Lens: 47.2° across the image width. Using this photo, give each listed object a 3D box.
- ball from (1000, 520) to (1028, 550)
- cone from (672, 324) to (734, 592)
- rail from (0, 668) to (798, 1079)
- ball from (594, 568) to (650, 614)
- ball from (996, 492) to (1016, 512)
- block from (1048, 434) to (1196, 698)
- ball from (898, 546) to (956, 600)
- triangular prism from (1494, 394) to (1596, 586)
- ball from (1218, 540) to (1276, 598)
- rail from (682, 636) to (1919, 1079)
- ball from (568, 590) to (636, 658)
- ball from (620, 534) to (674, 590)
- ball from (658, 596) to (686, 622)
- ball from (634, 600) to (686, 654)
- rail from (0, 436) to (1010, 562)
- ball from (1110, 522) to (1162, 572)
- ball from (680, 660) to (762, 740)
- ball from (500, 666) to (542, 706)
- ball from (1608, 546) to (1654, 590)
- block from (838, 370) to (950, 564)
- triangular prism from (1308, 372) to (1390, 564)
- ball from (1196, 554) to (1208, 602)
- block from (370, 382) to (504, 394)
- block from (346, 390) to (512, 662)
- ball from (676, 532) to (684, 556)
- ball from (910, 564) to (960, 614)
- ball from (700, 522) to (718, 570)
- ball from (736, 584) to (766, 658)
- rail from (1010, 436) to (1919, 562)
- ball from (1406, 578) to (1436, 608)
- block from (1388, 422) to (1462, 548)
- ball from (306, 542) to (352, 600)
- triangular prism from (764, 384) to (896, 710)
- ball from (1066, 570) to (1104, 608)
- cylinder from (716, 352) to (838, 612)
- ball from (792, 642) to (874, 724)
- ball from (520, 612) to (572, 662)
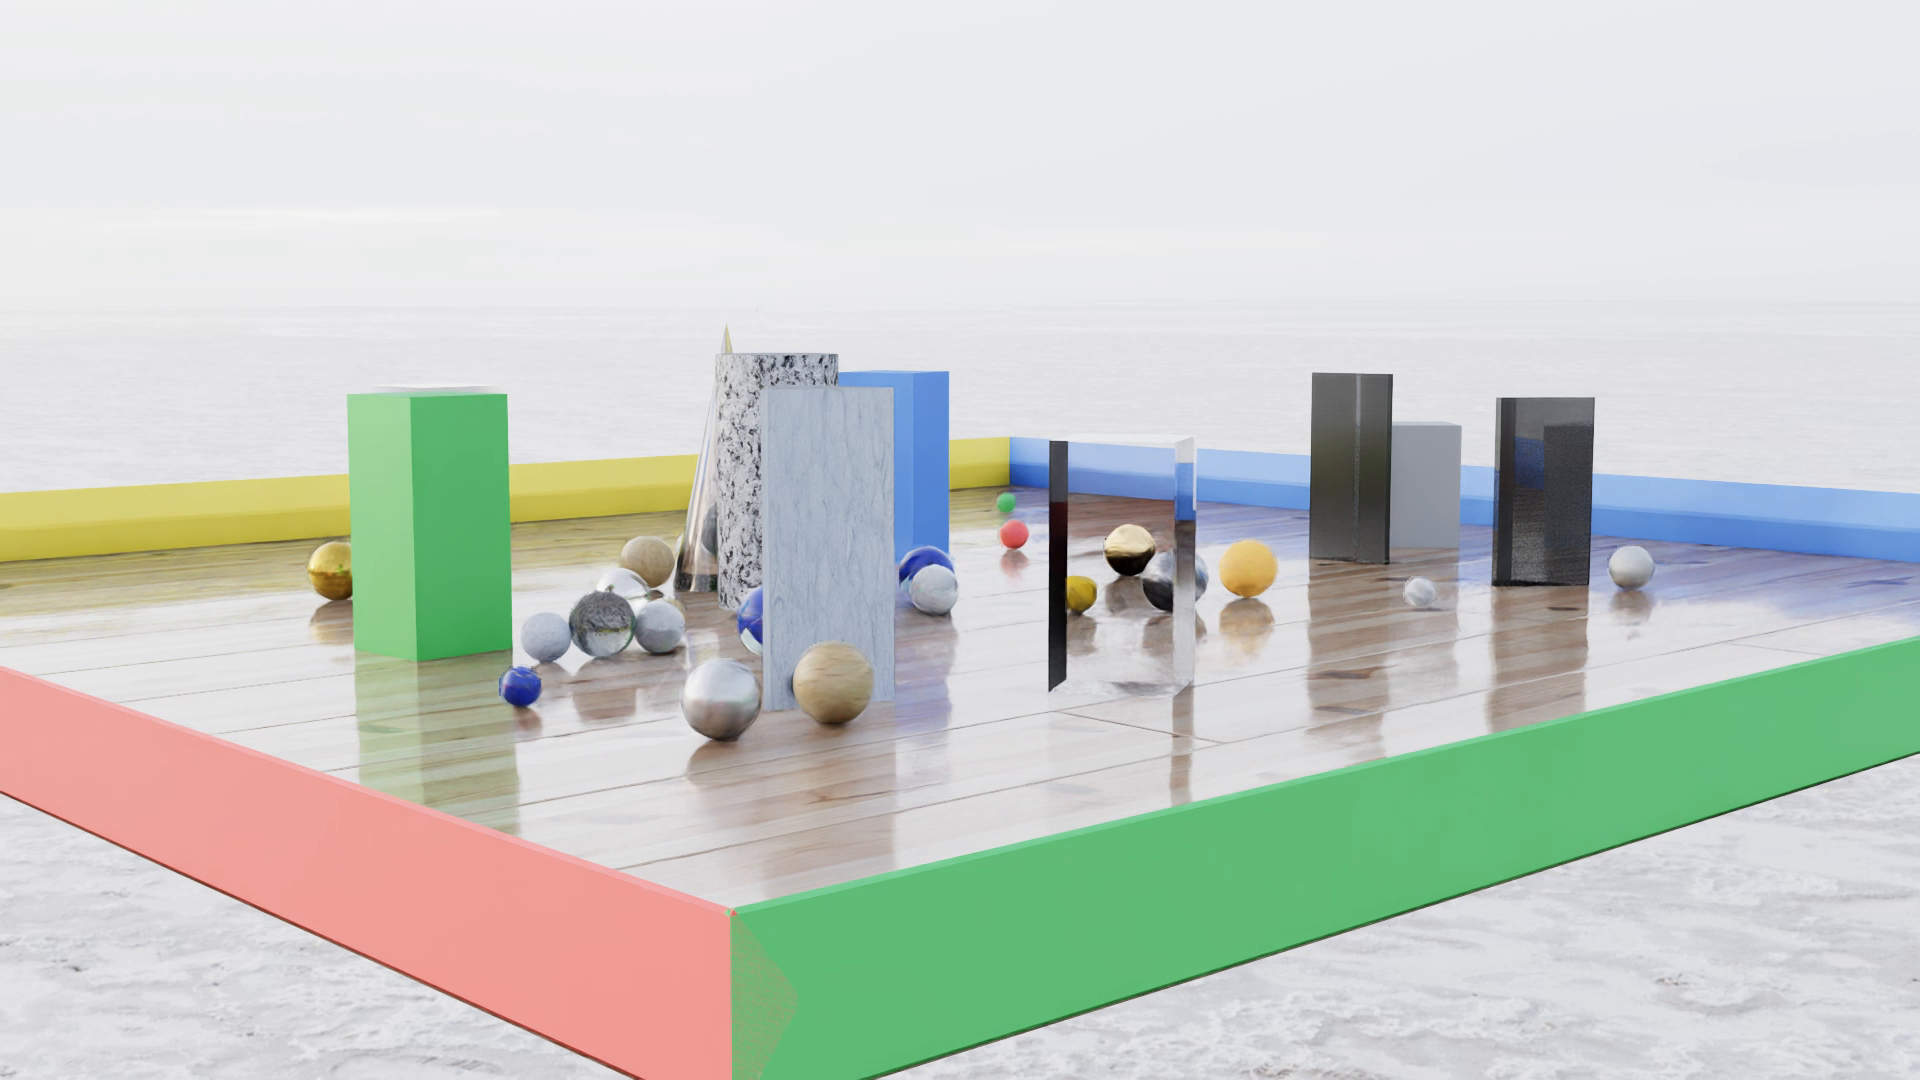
[{"bbox_3d":[0.099,-0.010,4.019,0.054,0.054,0.054,0,6,0],"label":"ball"},{"bbox_3d":[-0.368,-0.136,3.487,0.181,0.419,0.181,0,6,0],"label":"cone"},{"bbox_3d":[-1.122,0.141,2.303,0.045,0.118,2.995,-6,8,-42],"label":"rail"},{"bbox_3d":[-0.473,0.079,3.071,0.079,0.079,0.079,0,6,0],"label":"ball"},{"bbox_3d":[0.100,-0.080,4.733,0.043,0.043,0.043,0,6,0],"label":"ball"},{"bbox_3d":[0.191,0.026,2.569,0.145,0.291,0.145,2,6,16],"label":"block"},{"bbox_3d":[-0.049,0.052,3.285,0.087,0.087,0.087,0,6,0],"label":"ball"},{"bbox_3d":[0.920,-0.083,3.550,0.157,0.300,0.136,-1,6,-5],"label":"triangular prism"},{"bbox_3d":[0.439,0.044,3.356,0.087,0.087,0.087,0,6,0],"label":"ball"},{"bbox_3d":[0.999,0.146,2.256,3.101,0.118,0.045,-6,8,-42],"label":"rail"},{"bbox_3d":[-0.453,0.107,2.782,0.086,0.086,0.086,0,6,0],"label":"ball"},{"bbox_3d":[-0.492,0.035,3.453,0.086,0.086,0.086,0,6,0],"label":"ball"},{"bbox_3d":[-0.397,0.103,2.977,0.052,0.052,0.052,0,6,0],"label":"ball"},{"bbox_3d":[-0.386,0.112,2.820,0.068,0.068,0.068,0,6,0],"label":"ball"},{"bbox_3d":[-0.999,-0.084,4.409,3.101,0.118,0.045,-6,8,-42],"label":"rail"},{"bbox_3d":[0.294,0.012,3.677,0.084,0.084,0.084,0,6,0],"label":"ball"},{"bbox_3d":[-0.245,0.164,2.259,0.083,0.083,0.083,0,6,0],"label":"ball"},{"bbox_3d":[-0.488,0.163,2.444,0.045,0.045,0.045,0,6,0],"label":"ball"},{"bbox_3d":[1.054,0.043,3.450,0.069,0.069,0.069,0,6,0],"label":"ball"},{"bbox_3d":[-0.115,-0.130,3.856,0.145,0.329,0.145,3,7,24],"label":"block"},{"bbox_3d":[0.719,-0.131,3.866,0.157,0.328,0.136,5,8,40],"label":"triangular prism"},{"bbox_3d":[0.322,0.055,3.246,0.089,0.089,0.089,0,6,0],"label":"ball"},{"bbox_3d":[-0.800,-0.077,3.385,0.145,0.322,0.145,-6,8,-44],"label":"block"},{"bbox_3d":[-0.684,-0.023,2.842,0.145,0.331,0.145,6,8,43],"label":"block"},{"bbox_3d":[-0.450,0.014,3.732,0.067,0.067,0.067,0,6,0],"label":"ball"},{"bbox_3d":[-0.036,0.072,3.171,0.072,0.072,0.072,0,6,0],"label":"ball"},{"bbox_3d":[-0.391,0.010,3.680,0.087,0.087,0.087,0,6,0],"label":"ball"},{"bbox_3d":[-0.220,0.096,2.615,0.091,0.091,0.091,0,6,0],"label":"ball"},{"bbox_3d":[1.122,-0.079,4.362,0.045,0.118,2.995,-6,8,-42],"label":"rail"},{"bbox_3d":[0.681,0.077,3.251,0.044,0.044,0.044,0,6,0],"label":"ball"},{"bbox_3d":[0.848,-0.106,4.114,0.145,0.225,0.145,0,6,0],"label":"block"},{"bbox_3d":[-0.940,0.047,3.322,0.090,0.090,0.090,0,6,0],"label":"ball"},{"bbox_3d":[-0.174,0.002,2.499,0.157,0.353,0.136,-3,7,-27],"label":"triangular prism"},{"bbox_3d":[0.185,0.072,3.240,0.056,0.056,0.056,0,6,0],"label":"ball"},{"bbox_3d":[-0.270,-0.089,3.260,0.181,0.373,0.181,0,6,0],"label":"cylinder"},{"bbox_3d":[-0.135,0.153,2.343,0.087,0.087,0.087,0,6,0],"label":"ball"},{"bbox_3d":[-0.517,0.122,2.749,0.063,0.063,0.063,0,6,0],"label":"ball"}]
